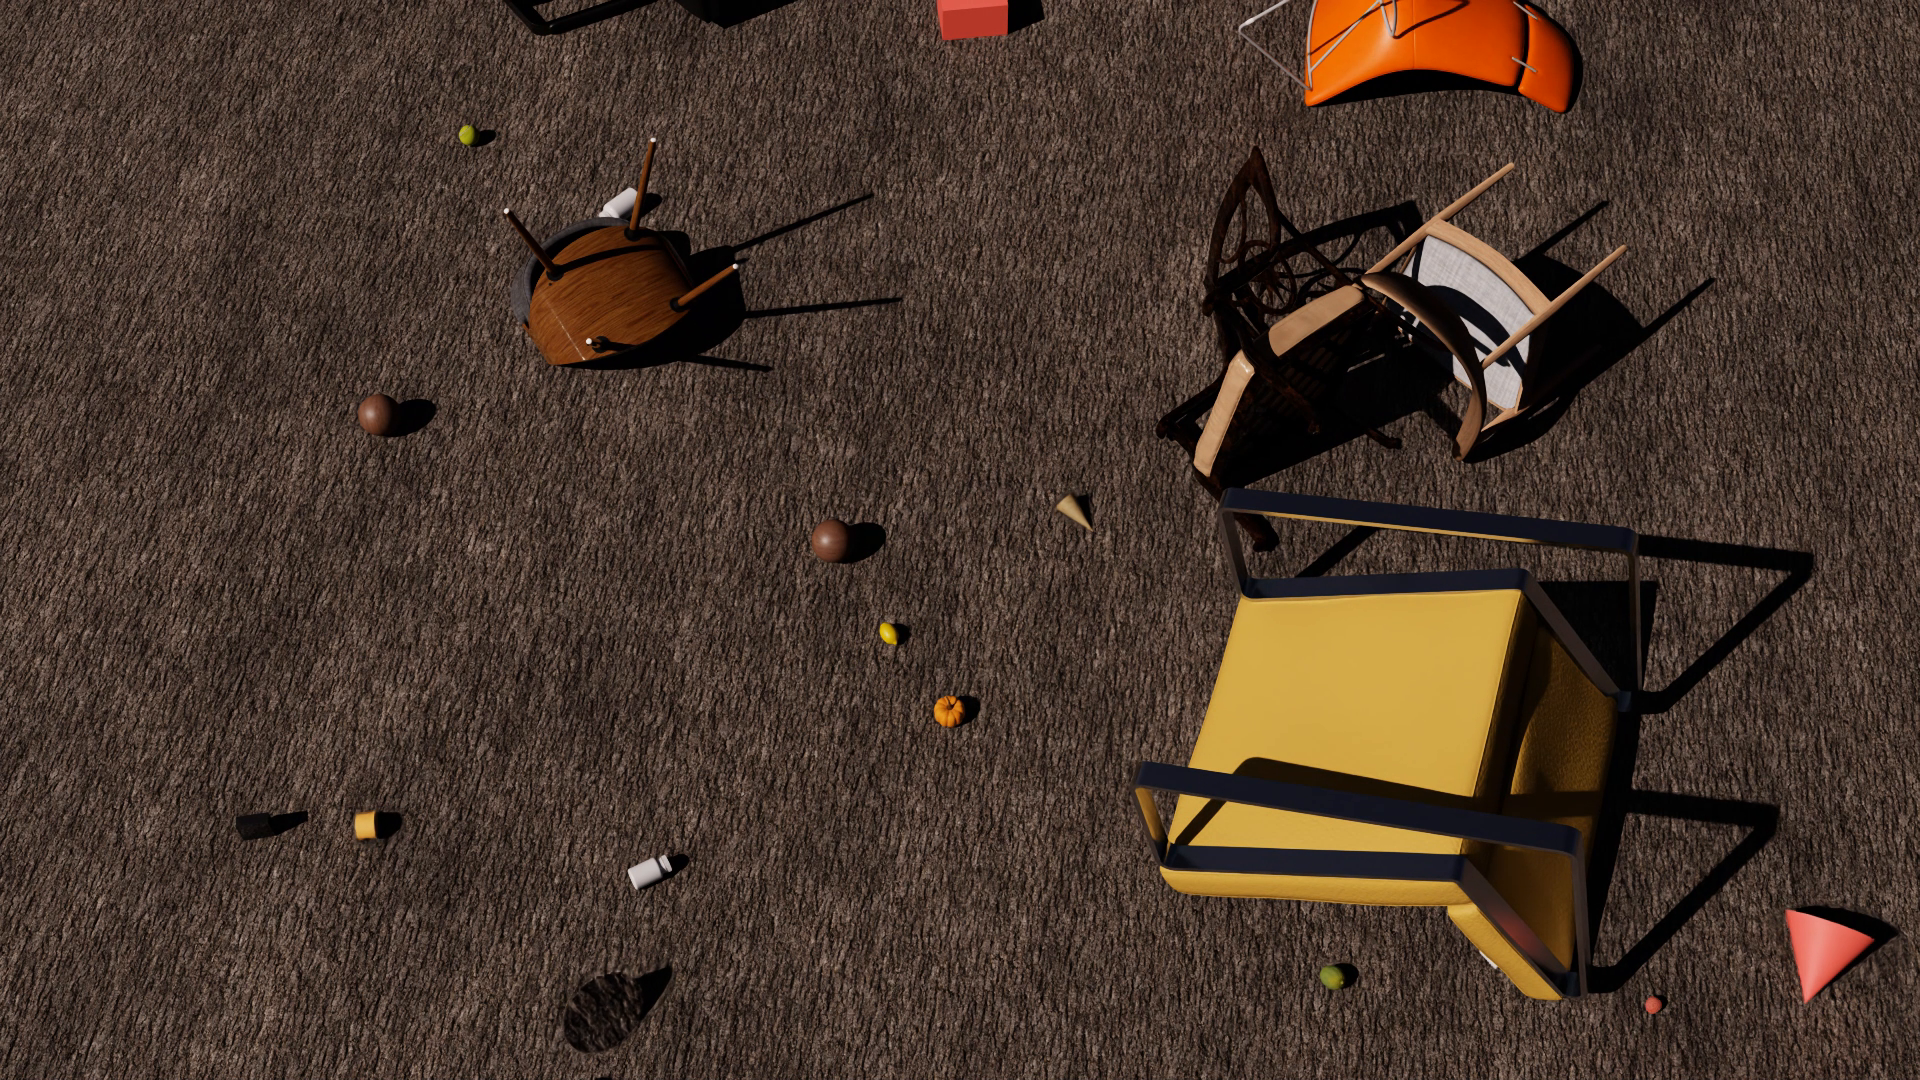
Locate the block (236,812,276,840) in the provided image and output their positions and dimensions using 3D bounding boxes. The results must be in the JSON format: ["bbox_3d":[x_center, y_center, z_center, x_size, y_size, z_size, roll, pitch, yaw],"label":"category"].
[{"bbox_3d":[-1.921,0.782,6.000,0.086,0.082,0.032,-8,57,-5],"label":"block"}]

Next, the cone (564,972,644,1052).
[{"bbox_3d":[-0.951,1.212,5.715,0.232,0.194,0.121,-34,23,-26],"label":"cone"}]

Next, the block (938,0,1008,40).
[{"bbox_3d":[0.043,-1.882,7.754,0.230,0.137,0.169,-6,56,-4],"label":"block"}]

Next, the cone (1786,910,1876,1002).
[{"bbox_3d":[2.252,1.115,5.774,0.229,0.184,0.217,17,81,25],"label":"cone"}]

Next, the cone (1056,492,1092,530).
[{"bbox_3d":[0.357,-0.071,6.602,0.074,0.066,0.129,-38,78,-21],"label":"cone"}]
